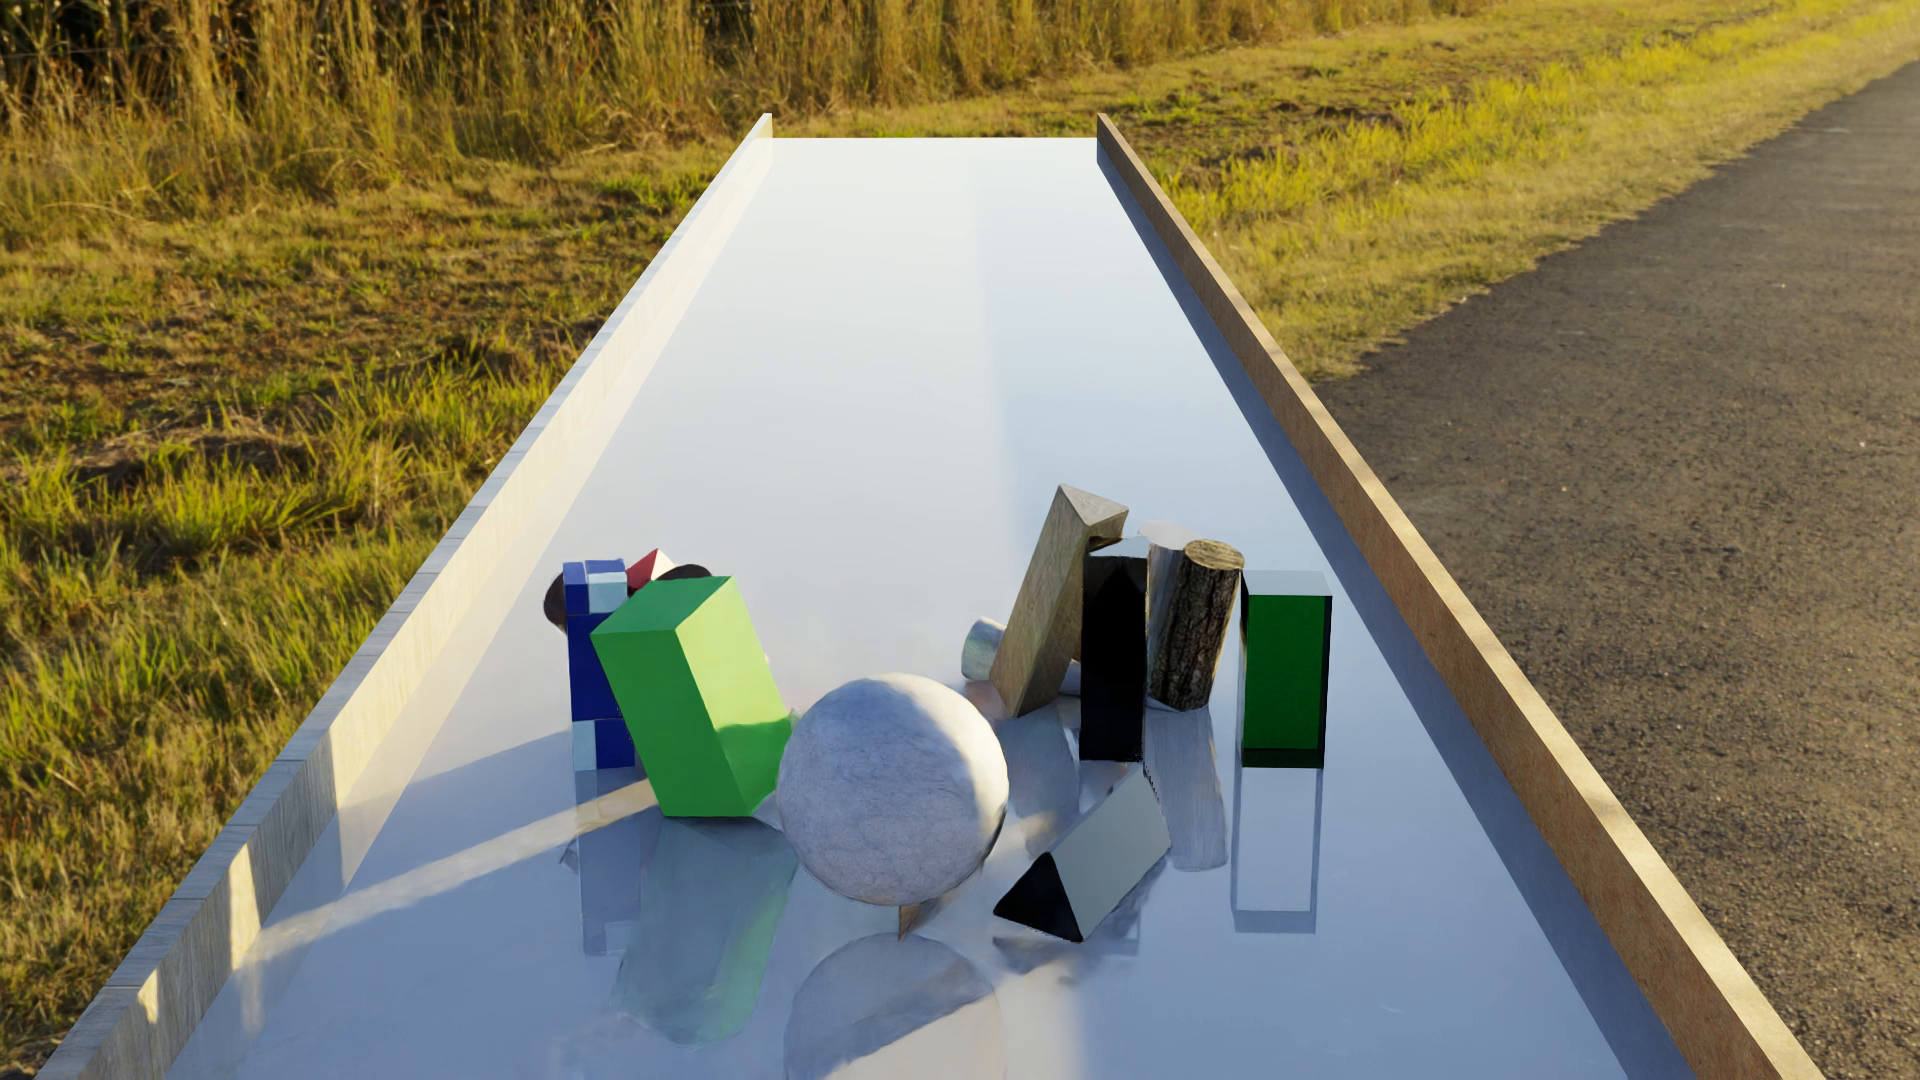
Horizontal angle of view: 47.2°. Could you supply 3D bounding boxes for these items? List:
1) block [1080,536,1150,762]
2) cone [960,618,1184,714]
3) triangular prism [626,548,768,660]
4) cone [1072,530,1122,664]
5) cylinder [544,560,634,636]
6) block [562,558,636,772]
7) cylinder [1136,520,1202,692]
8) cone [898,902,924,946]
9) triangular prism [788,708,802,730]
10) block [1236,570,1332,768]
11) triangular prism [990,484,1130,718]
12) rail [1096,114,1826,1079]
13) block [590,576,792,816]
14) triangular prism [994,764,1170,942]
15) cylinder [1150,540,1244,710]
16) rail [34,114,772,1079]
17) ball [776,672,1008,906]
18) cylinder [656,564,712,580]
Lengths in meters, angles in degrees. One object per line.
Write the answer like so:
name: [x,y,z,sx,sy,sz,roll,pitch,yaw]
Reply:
block: [0.275,0.195,3.903,0.110,0.381,0.110,3,17,8]
cone: [0.228,0.269,4.213,0.447,0.126,0.126,17,22,23]
triangular prism: [-0.484,0.156,4.113,0.098,0.373,0.085,16,65,43]
cone: [0.281,0.081,4.301,0.141,0.346,0.141,9,31,-5]
cylinder: [-0.614,0.183,4.035,0.139,0.317,0.139,-18,47,20]
block: [-0.633,0.219,3.857,0.105,0.353,0.105,-4,22,-12]
cylinder: [0.368,0.127,4.218,0.124,0.310,0.124,10,26,-5]
cone: [-0.059,0.500,3.426,0.138,0.138,0.444,2,26,8]
triangular prism: [-0.246,0.379,3.792,0.099,0.086,0.307,-6,17,-18]
block: [0.572,0.228,3.898,0.143,0.320,0.143,1,17,2]
triangular prism: [0.161,0.107,4.067,0.116,0.439,0.133,35,34,26]
rail: [0.932,-0.844,7.801,0.050,0.150,12.000,0,17,-1]
block: [-0.431,0.259,3.630,0.178,0.352,0.178,-4,26,32]
triangular prism: [0.202,0.466,3.396,0.146,0.127,0.373,15,21,22]
cylinder: [0.443,0.159,4.121,0.114,0.306,0.114,8,28,-5]
rail: [-1.118,-0.838,7.780,0.050,0.150,12.000,0,17,-1]
ball: [-0.099,0.368,3.245,0.343,0.343,0.343,0,17,0]
cylinder: [-0.452,0.201,3.959,0.125,0.317,0.125,-11,41,10]
